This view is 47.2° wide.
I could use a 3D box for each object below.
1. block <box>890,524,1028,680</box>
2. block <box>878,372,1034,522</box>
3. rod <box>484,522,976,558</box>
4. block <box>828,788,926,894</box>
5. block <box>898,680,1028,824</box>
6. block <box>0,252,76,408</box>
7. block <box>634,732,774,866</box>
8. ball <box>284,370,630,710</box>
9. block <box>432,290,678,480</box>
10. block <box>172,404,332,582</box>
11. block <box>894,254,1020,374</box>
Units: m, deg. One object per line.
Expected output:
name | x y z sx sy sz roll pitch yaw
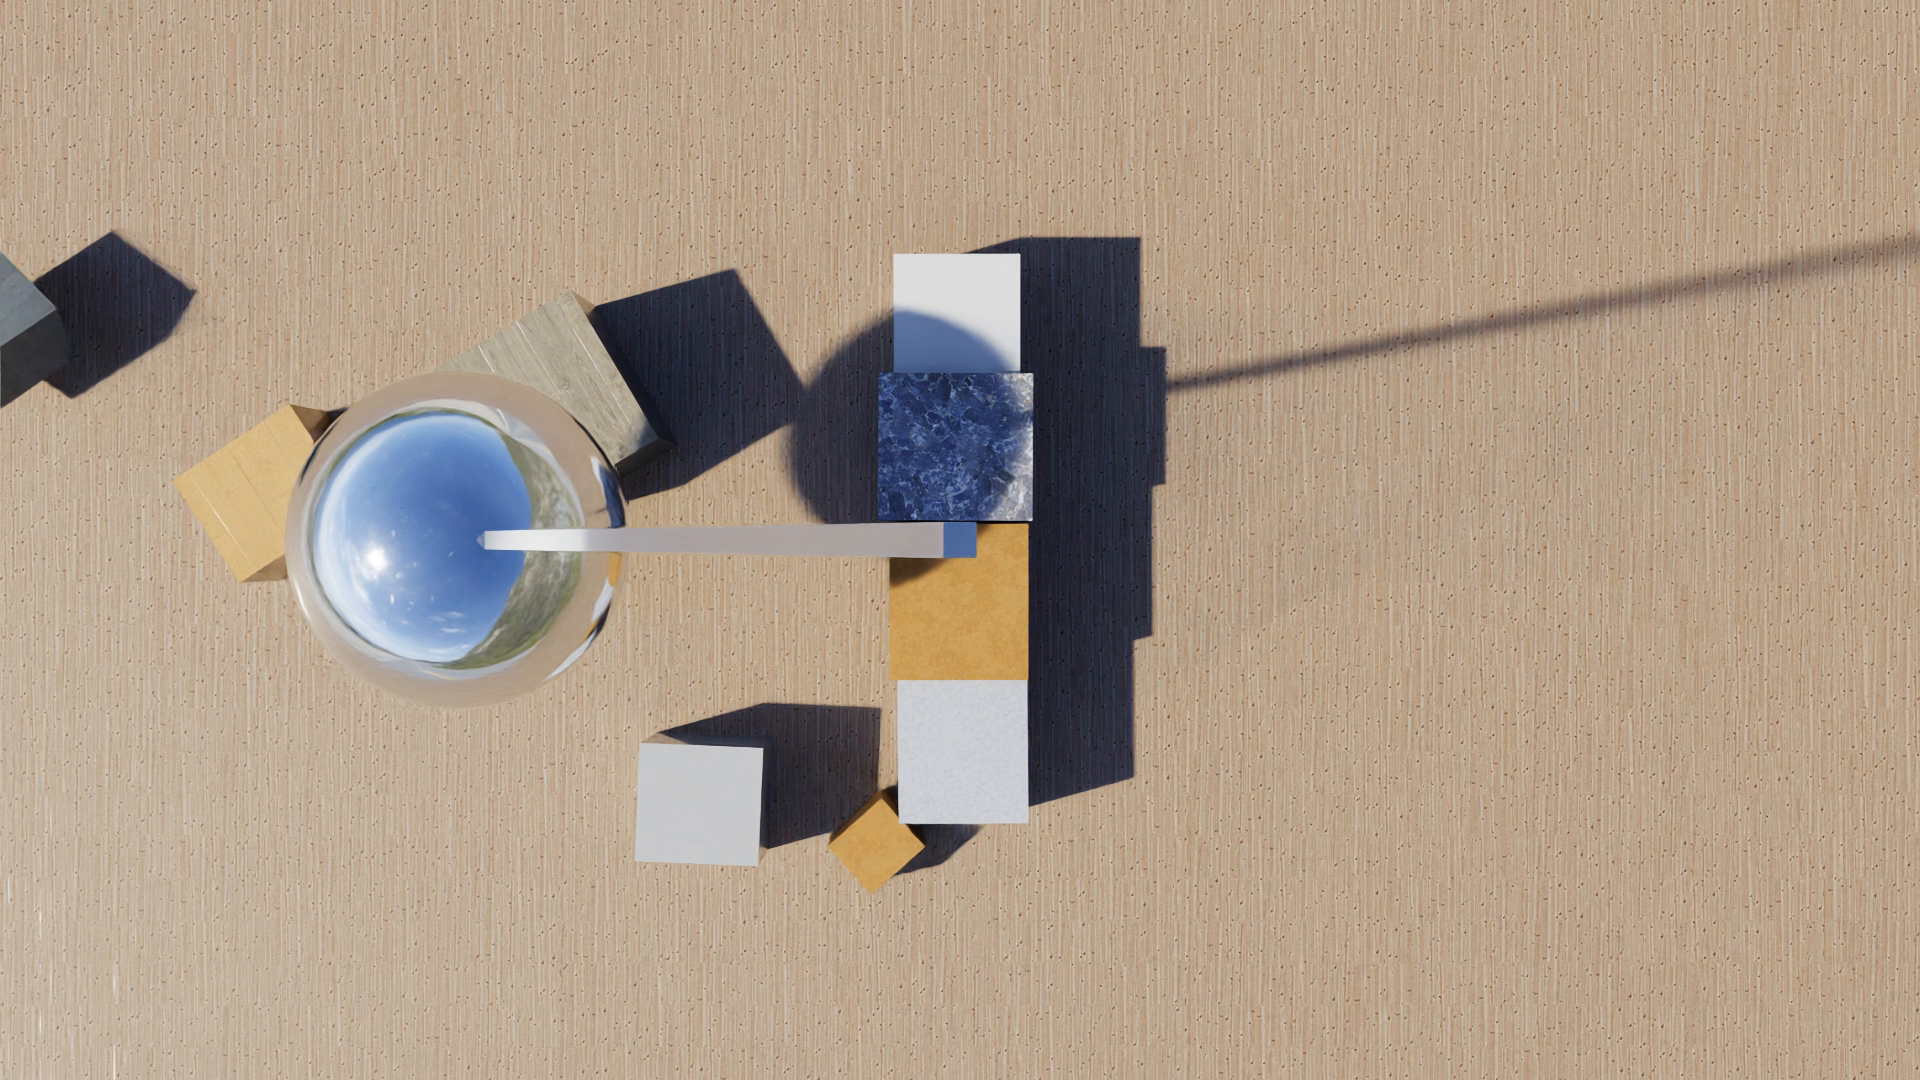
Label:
block | -0.006 0.344 12.596 0.770 0.809 0.866 0 90 0
block | -0.024 -0.514 12.565 0.852 0.870 0.813 0 90 0
rod | -1.024 0.000 7.277 0.080 5.200 0.080 0 90 -23
block | -0.482 1.746 12.778 0.410 0.433 0.374 -42 92 0
block | 0.017 1.185 12.654 0.727 0.692 0.807 0 90 0
block | -5.524 -1.216 12.584 0.571 0.574 0.537 43 65 10
block | -1.462 1.482 12.660 0.692 0.681 0.663 2 90 0
ball | -2.364 0.000 10.402 1.600 1.600 1.600 0 90 0
block | -2.305 -0.738 12.566 0.923 0.867 0.956 -31 90 0
block | -3.883 -0.260 12.638 0.779 0.725 0.683 -33 90 0
block | -0.017 -1.258 12.610 0.703 0.781 0.665 0 90 0
